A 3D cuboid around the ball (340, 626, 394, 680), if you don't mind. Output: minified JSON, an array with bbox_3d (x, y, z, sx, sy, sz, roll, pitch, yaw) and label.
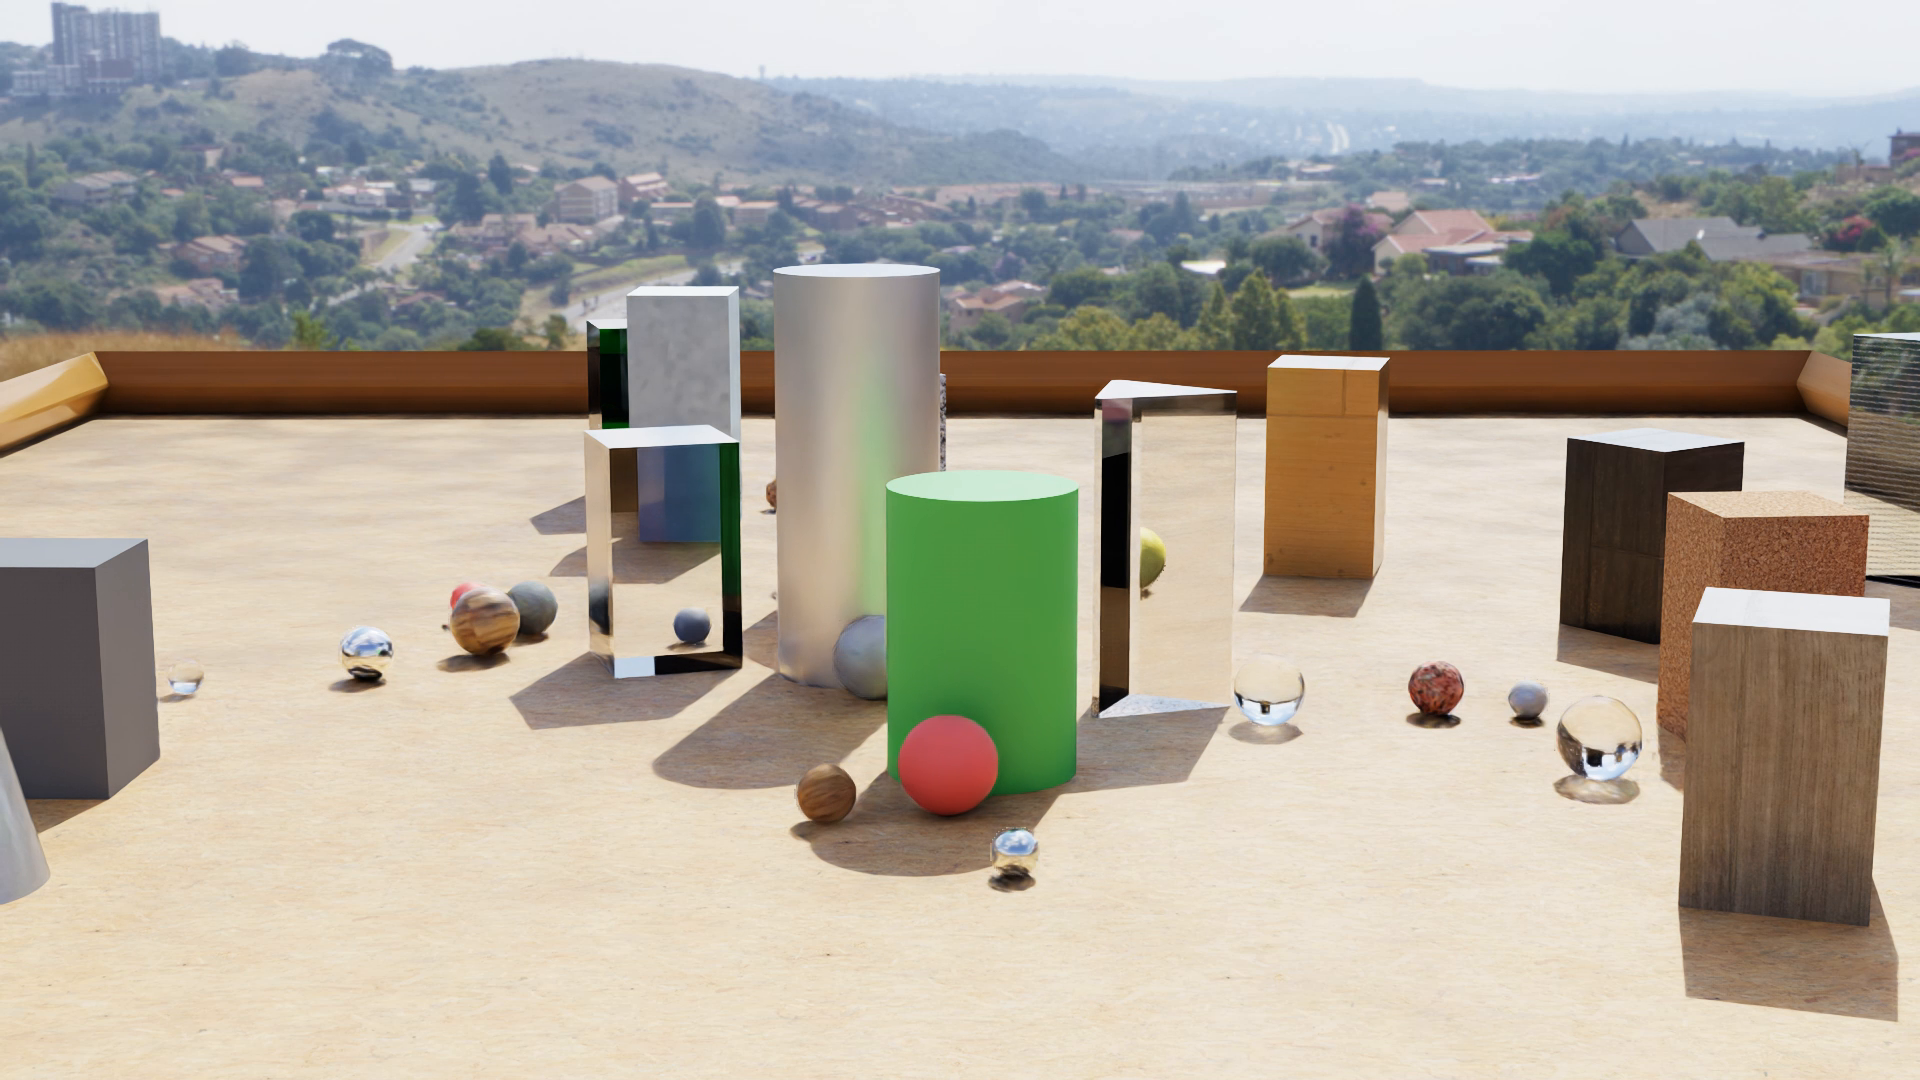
[{"bbox_3d":[-0.711,0.136,3.076,0.064,0.064,0.064,0,10,0],"label":"ball"}]

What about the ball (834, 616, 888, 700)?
[{"bbox_3d":[-0.098,0.137,2.976,0.098,0.098,0.098,0,10,0],"label":"ball"}]

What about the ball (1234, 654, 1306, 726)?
[{"bbox_3d":[0.346,0.167,2.864,0.081,0.081,0.081,0,10,0],"label":"ball"}]

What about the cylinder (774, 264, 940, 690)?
[{"bbox_3d":[-0.122,-0.080,3.084,0.198,0.487,0.198,0,10,0],"label":"cylinder"}]

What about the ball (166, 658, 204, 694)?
[{"bbox_3d":[-0.908,0.160,3.007,0.042,0.042,0.042,0,10,0],"label":"ball"}]

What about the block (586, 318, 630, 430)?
[{"bbox_3d":[-0.540,-0.219,4.350,0.158,0.298,0.158,-3,11,-16],"label":"block"}]

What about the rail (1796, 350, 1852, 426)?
[{"bbox_3d":[1.799,0.031,3.459,0.045,0.129,4.067,0,10,0],"label":"rail"}]

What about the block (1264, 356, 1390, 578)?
[{"bbox_3d":[0.536,-0.110,3.751,0.158,0.301,0.158,3,11,14],"label":"block"}]

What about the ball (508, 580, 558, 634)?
[{"bbox_3d":[-0.556,0.088,3.321,0.070,0.070,0.070,0,10,0],"label":"ball"}]

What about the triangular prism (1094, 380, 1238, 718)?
[{"bbox_3d":[0.208,0.004,2.965,0.171,0.363,0.148,-4,11,-20],"label":"triangular prism"}]

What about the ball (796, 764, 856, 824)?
[{"bbox_3d":[-0.130,0.247,2.493,0.058,0.058,0.058,0,10,0],"label":"ball"}]

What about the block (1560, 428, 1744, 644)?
[{"bbox_3d":[0.902,-0.009,3.351,0.158,0.248,0.158,-7,13,-35],"label":"block"}]

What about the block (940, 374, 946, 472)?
[{"bbox_3d":[-0.127,-0.068,3.476,0.158,0.320,0.158,-6,12,-30],"label":"block"}]

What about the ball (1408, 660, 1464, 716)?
[{"bbox_3d":[0.540,0.167,2.911,0.063,0.063,0.063,0,10,0],"label":"ball"}]

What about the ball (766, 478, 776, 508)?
[{"bbox_3d":[-0.296,-0.078,4.256,0.055,0.055,0.055,0,10,0],"label":"ball"}]

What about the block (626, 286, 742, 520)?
[{"bbox_3d":[-0.435,-0.207,4.069,0.158,0.376,0.158,0,10,1],"label":"block"}]

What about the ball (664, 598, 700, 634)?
[{"bbox_3d":[-0.360,0.098,3.322,0.048,0.048,0.048,0,10,0],"label":"ball"}]

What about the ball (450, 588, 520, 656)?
[{"bbox_3d":[-0.592,0.102,3.199,0.086,0.086,0.086,0,10,0],"label":"ball"}]

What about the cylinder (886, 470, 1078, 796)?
[{"bbox_3d":[0.023,0.092,2.661,0.198,0.302,0.198,0,10,0],"label":"cylinder"}]

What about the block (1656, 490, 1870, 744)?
[{"bbox_3d":[0.867,0.090,2.783,0.158,0.262,0.158,-1,11,-6],"label":"block"}]

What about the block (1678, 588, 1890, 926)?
[{"bbox_3d":[0.731,0.187,2.273,0.158,0.255,0.158,4,11,20],"label":"block"}]

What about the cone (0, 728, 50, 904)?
[{"bbox_3d":[-0.923,0.107,2.271,0.198,0.414,0.198,0,10,0],"label":"cone"}]

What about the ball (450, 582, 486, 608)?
[{"bbox_3d":[-0.647,0.082,3.396,0.054,0.054,0.054,0,10,0],"label":"ball"}]

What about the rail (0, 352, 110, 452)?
[{"bbox_3d":[-1.799,0.035,3.439,0.045,0.129,4.067,0,10,0],"label":"rail"}]

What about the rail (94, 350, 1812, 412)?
[{"bbox_3d":[-0.012,-0.333,5.425,3.645,0.129,0.045,0,10,0],"label":"rail"}]

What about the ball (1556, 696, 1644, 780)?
[{"bbox_3d":[0.659,0.204,2.644,0.087,0.087,0.087,0,10,0],"label":"ball"}]

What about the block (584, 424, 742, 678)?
[{"bbox_3d":[-0.366,0.011,3.160,0.158,0.280,0.158,-4,11,-19],"label":"block"}]

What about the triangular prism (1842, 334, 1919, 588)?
[{"bbox_3d":[1.381,-0.118,3.664,0.148,0.349,0.171,-9,14,-41],"label":"triangular prism"}]

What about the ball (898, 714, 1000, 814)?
[{"bbox_3d":[-0.011,0.221,2.524,0.099,0.099,0.099,0,10,0],"label":"ball"}]

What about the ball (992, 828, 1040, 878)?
[{"bbox_3d":[0.051,0.284,2.331,0.044,0.044,0.044,0,10,0],"label":"ball"}]

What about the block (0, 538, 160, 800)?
[{"bbox_3d":[-0.932,0.129,2.636,0.158,0.238,0.158,0,10,1],"label":"block"}]

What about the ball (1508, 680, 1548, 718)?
[{"bbox_3d":[0.641,0.180,2.897,0.044,0.044,0.044,0,10,0],"label":"ball"}]
